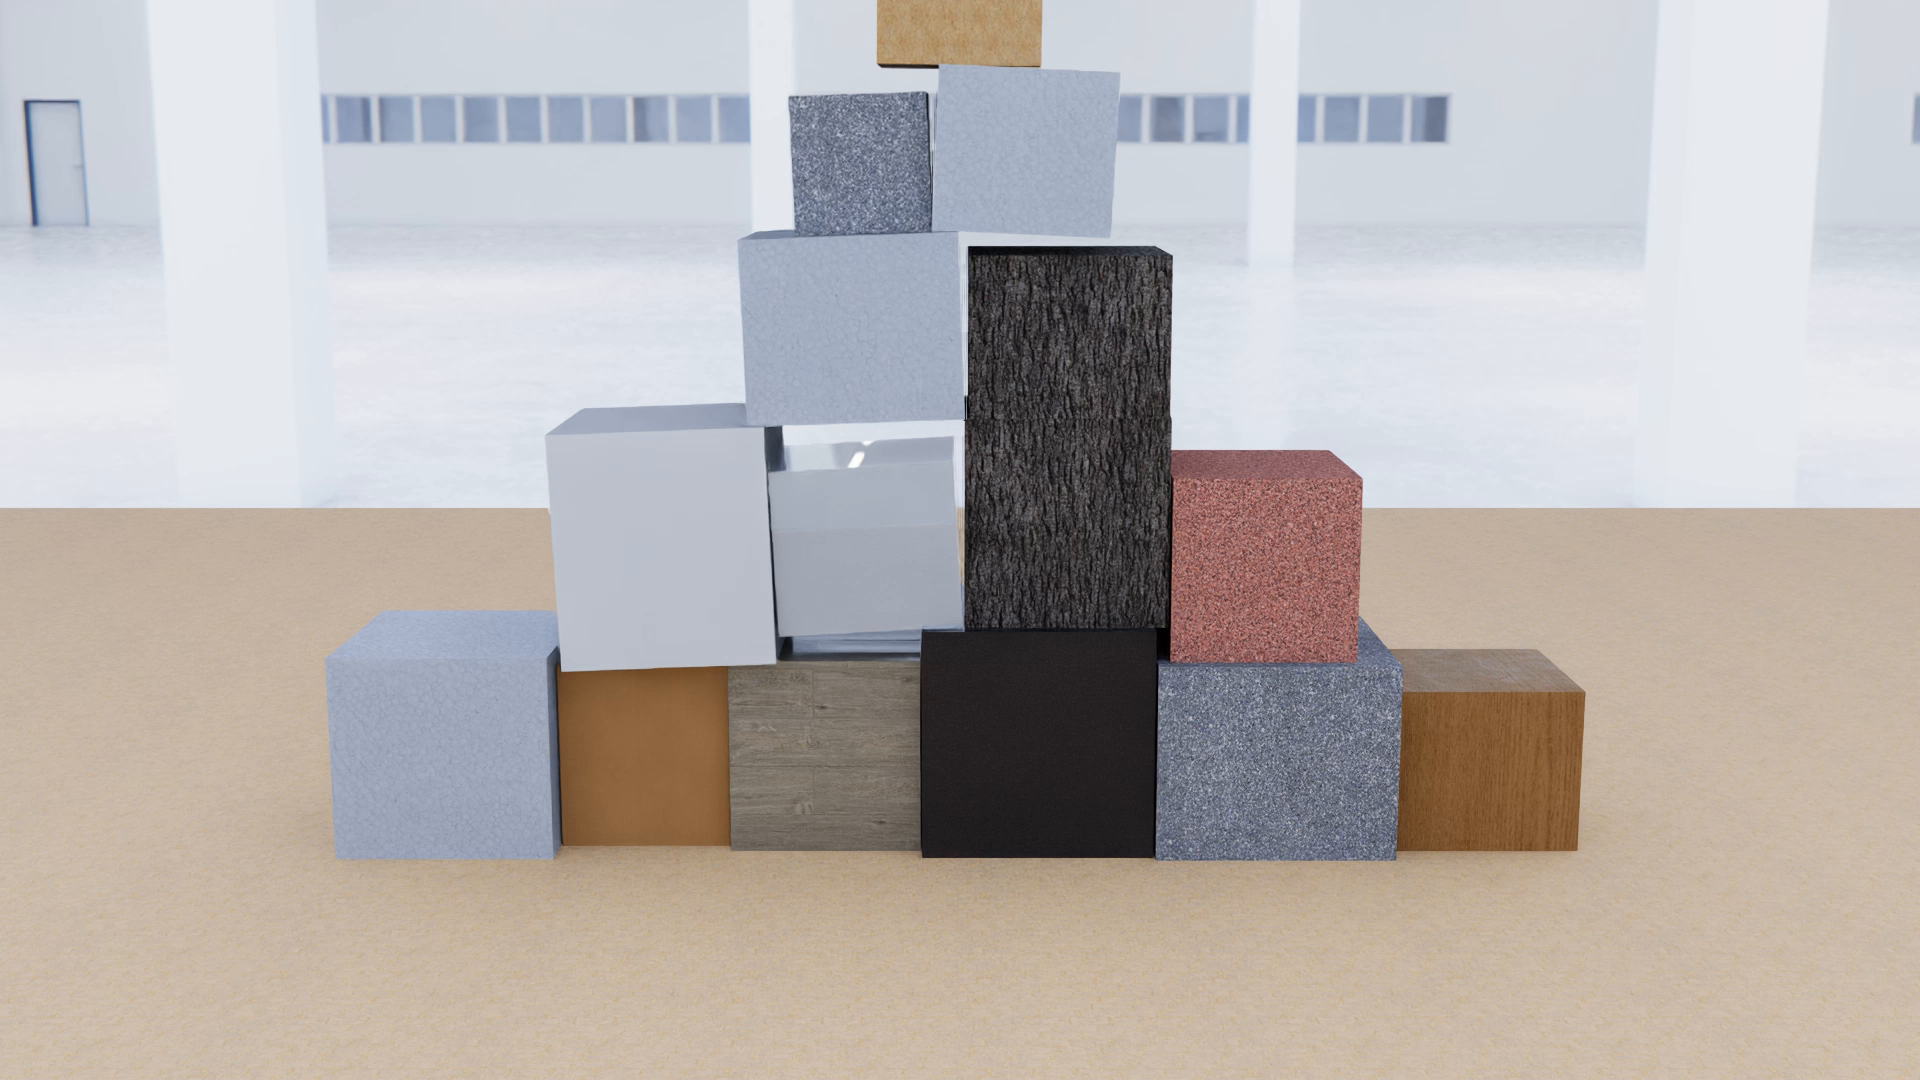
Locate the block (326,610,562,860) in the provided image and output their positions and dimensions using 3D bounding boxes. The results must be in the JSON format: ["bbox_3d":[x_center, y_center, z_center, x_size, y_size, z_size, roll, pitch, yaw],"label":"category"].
[{"bbox_3d":[-2.551,0.978,11.338,1.077,1.018,1.115,0,10,0],"label":"block"}]

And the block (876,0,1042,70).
[{"bbox_3d":[0.001,-2.724,10.685,0.781,0.835,0.694,1,10,0],"label":"block"}]

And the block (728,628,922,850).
[{"bbox_3d":[-0.671,0.994,11.375,0.948,0.975,0.926,0,10,0],"label":"block"}]

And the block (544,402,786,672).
[{"bbox_3d":[-1.443,-0.044,11.165,1.050,1.165,1.076,-2,10,0],"label":"block"}]

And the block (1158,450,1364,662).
[{"bbox_3d":[1.489,0.062,11.190,0.915,0.913,1.001,0,10,0],"label":"block"}]

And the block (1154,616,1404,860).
[{"bbox_3d":[1.560,0.997,11.343,1.188,0.981,1.160,0,10,0],"label":"block"}]

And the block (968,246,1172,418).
[{"bbox_3d":[0.527,-1.055,10.995,0.970,0.780,0.987,0,10,0],"label":"block"}]

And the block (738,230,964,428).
[{"bbox_3d":[-0.514,-1.093,10.995,1.045,0.892,1.071,-2,10,0],"label":"block"}]

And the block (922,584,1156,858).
[{"bbox_3d":[0.385,0.908,11.364,1.144,1.148,1.163,0,10,0],"label":"block"}]

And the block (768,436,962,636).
[{"bbox_3d":[-0.459,-0.036,11.157,0.901,0.814,0.949,-3,10,1],"label":"block"}]

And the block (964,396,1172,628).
[{"bbox_3d":[0.523,-0.164,11.163,0.998,1.033,0.961,0,10,0],"label":"block"}]

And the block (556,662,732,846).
[{"bbox_3d":[-1.579,1.013,11.378,0.847,0.936,0.764,0,10,0],"label":"block"}]

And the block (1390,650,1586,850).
[{"bbox_3d":[2.627,1.070,11.389,0.925,0.820,0.929,0,10,0],"label":"block"}]

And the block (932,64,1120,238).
[{"bbox_3d":[0.310,-1.915,10.832,0.853,0.775,0.888,3,10,0],"label":"block"}]

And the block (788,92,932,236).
[{"bbox_3d":[-0.476,-1.856,10.843,0.656,0.661,0.669,-2,10,0],"label":"block"}]
